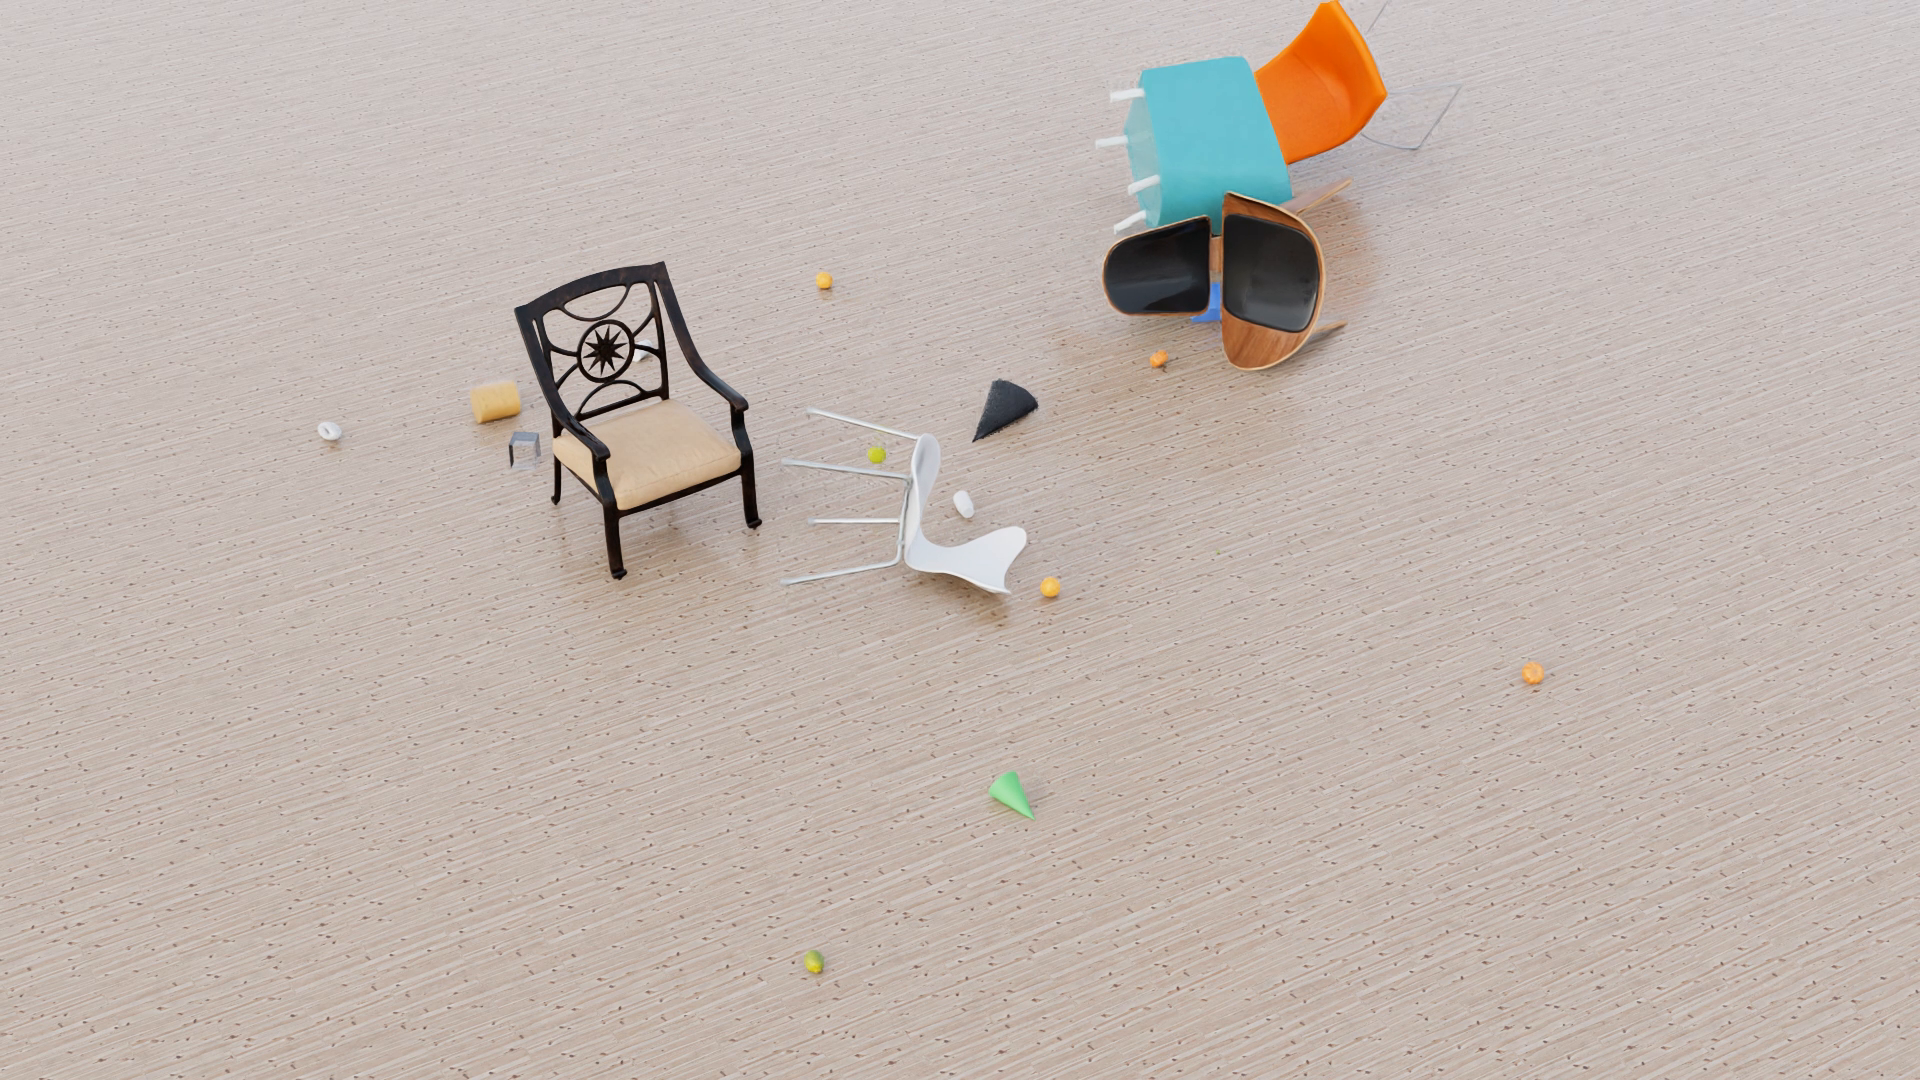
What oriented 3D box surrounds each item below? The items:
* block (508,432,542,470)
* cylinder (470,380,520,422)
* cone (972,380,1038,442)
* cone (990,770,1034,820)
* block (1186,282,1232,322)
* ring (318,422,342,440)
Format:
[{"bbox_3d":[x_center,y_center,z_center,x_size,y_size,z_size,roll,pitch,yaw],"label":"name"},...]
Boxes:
[{"bbox_3d":[-1.687,-0.346,11.369,0.097,0.110,0.101,3,33,4],"label":"block"},{"bbox_3d":[-1.849,-0.554,11.660,0.161,0.138,0.151,-14,39,-21],"label":"cylinder"},{"bbox_3d":[0.132,-0.479,11.613,0.217,0.129,0.317,26,53,20],"label":"cone"},{"bbox_3d":[0.193,0.858,9.598,0.112,0.098,0.181,-42,61,0],"label":"cone"},{"bbox_3d":[1.048,-1.000,12.323,0.157,0.105,0.123,-5,64,-8],"label":"block"},{"bbox_3d":[-2.480,-0.428,11.535,0.048,0.068,0.133,-11,22,-41],"label":"ring"}]
